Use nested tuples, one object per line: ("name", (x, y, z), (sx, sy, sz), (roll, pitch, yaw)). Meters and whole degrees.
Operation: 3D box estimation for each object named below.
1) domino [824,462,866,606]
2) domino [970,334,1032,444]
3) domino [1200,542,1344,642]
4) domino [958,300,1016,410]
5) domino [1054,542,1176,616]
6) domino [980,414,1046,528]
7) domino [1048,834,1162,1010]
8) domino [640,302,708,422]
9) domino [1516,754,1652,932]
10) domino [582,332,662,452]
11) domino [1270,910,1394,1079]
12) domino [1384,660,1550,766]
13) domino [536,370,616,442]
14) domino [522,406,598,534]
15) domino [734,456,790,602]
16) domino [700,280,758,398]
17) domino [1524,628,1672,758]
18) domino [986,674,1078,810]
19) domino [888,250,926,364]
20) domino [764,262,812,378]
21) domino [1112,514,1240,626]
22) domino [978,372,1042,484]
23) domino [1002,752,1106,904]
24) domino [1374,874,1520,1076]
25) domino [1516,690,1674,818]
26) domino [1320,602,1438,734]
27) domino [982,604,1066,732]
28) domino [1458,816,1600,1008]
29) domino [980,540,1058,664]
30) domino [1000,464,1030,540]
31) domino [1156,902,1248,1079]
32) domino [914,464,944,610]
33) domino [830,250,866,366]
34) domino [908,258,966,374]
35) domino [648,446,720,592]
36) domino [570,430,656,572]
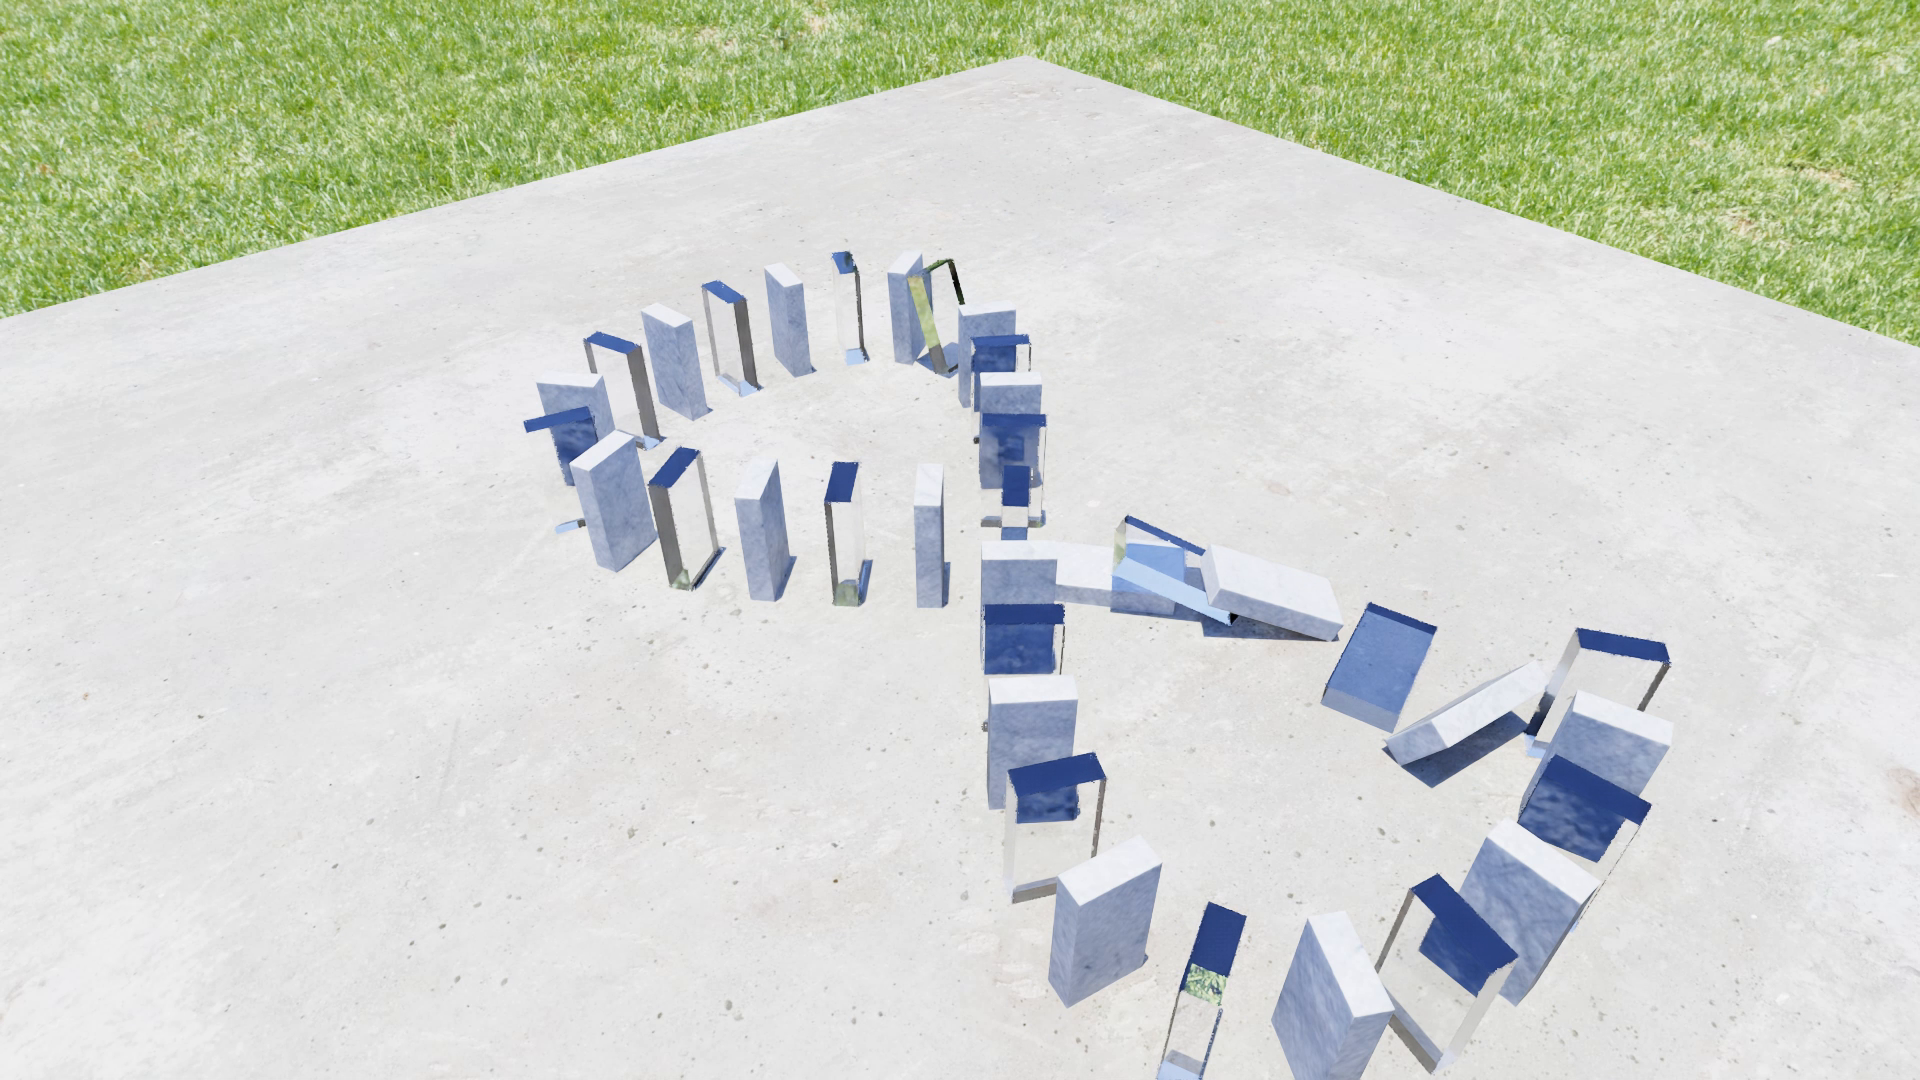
("domino", (-0.043, -0.002, 0.414), (0.010, 0.050, 0.025), (2, 39, 3))
("domino", (0.018, -0.067, 0.494), (0.025, 0.050, 0.009), (-5, 40, -6))
("domino", (0.115, 0.019, 0.407), (0.050, 0.010, 0.025), (16, 38, -11))
("domino", (0.012, -0.087, 0.518), (0.025, 0.050, 0.010), (-9, 40, -11))
("domino", (0.058, 0.014, 0.426), (0.050, 0.010, 0.025), (6, 40, 7))
("domino", (0.021, -0.027, 0.445), (0.025, 0.050, 0.010), (1, 39, 1))
("domino", (0.037, 0.101, 0.288), (0.025, 0.050, 0.010), (-20, 43, -22))
("domino", (-0.133, -0.082, 0.512), (0.025, 0.050, 0.009), (28, 47, 30))
("domino", (0.169, 0.085, 0.307), (0.025, 0.050, 0.010), (30, 48, 32))
("domino", (-0.151, -0.066, 0.492), (0.025, 0.050, 0.009), (20, 43, 22))
("domino", (0.090, 0.116, 0.269), (0.009, 0.050, 0.025), (-6, 40, -8))
("domino", (0.167, 0.057, 0.361), (0.050, 0.025, 0.010), (-21, 73, -24))
("domino", (-0.161, -0.047, 0.469), (0.025, 0.050, 0.010), (5, 40, 6))
("domino", (-0.157, -0.028, 0.446), (0.025, 0.050, 0.009), (-17, 42, -20))
("domino", (-0.074, -0.004, 0.416), (0.010, 0.050, 0.025), (5, 40, 6))
("domino", (-0.111, -0.097, 0.530), (0.010, 0.050, 0.025), (-28, 47, -30))
("domino", (0.201, 0.051, 0.349), (0.025, 0.050, 0.009), (10, 40, 12))
("domino", (0.021, 0.062, 0.335), (0.025, 0.050, 0.009), (-3, 39, -3))
("domino", (-0.026, -0.117, 0.554), (0.010, 0.050, 0.025), (9, 40, 15))
("domino", (-0.085, -0.108, 0.544), (0.010, 0.050, 0.025), (-21, 44, -23))
("domino", (0.082, 0.011, 0.414), (0.050, 0.009, 0.025), (23, 40, -10))
("domino", (0.021, -0.047, 0.469), (0.025, 0.050, 0.010), (-2, 39, -2))
("domino", (0.026, 0.082, 0.311), (0.025, 0.050, 0.009), (-10, 40, -11))
("domino", (0.120, 0.110, 0.277), (0.010, 0.050, 0.025), (-18, 43, -21))
("domino", (0.188, 0.069, 0.327), (0.025, 0.050, 0.010), (21, 44, 23))
("domino", (0.149, 0.044, 0.389), (0.025, 0.010, 0.050), (22, 44, 25))
("domino", (0.020, 0.043, 0.360), (0.025, 0.050, 0.010), (0, 39, -1))
("domino", (0.146, 0.099, 0.291), (0.009, 0.050, 0.025), (-27, 46, -29))
("domino", (0.020, 0.023, 0.384), (0.025, 0.050, 0.009), (0, 39, -1))
("domino", (0.020, 0.000, 0.412), (0.009, 0.050, 0.025), (2, 39, 3))
("domino", (0.059, 0.115, 0.271), (0.009, 0.050, 0.025), (17, 42, 19))
("domino", (-0.011, -0.001, 0.413), (0.009, 0.050, 0.025), (1, 39, 1))
("domino", (-0.056, -0.116, 0.554), (0.009, 0.050, 0.025), (-10, 40, -12))
("domino", (-0.008, -0.111, 0.547), (0.009, 0.050, 0.025), (8, 36, 41))
("domino", (-0.105, -0.008, 0.421), (0.009, 0.050, 0.025), (10, 40, 12))
("domino", (-0.134, -0.015, 0.429), (0.009, 0.050, 0.025), (18, 43, 21))
